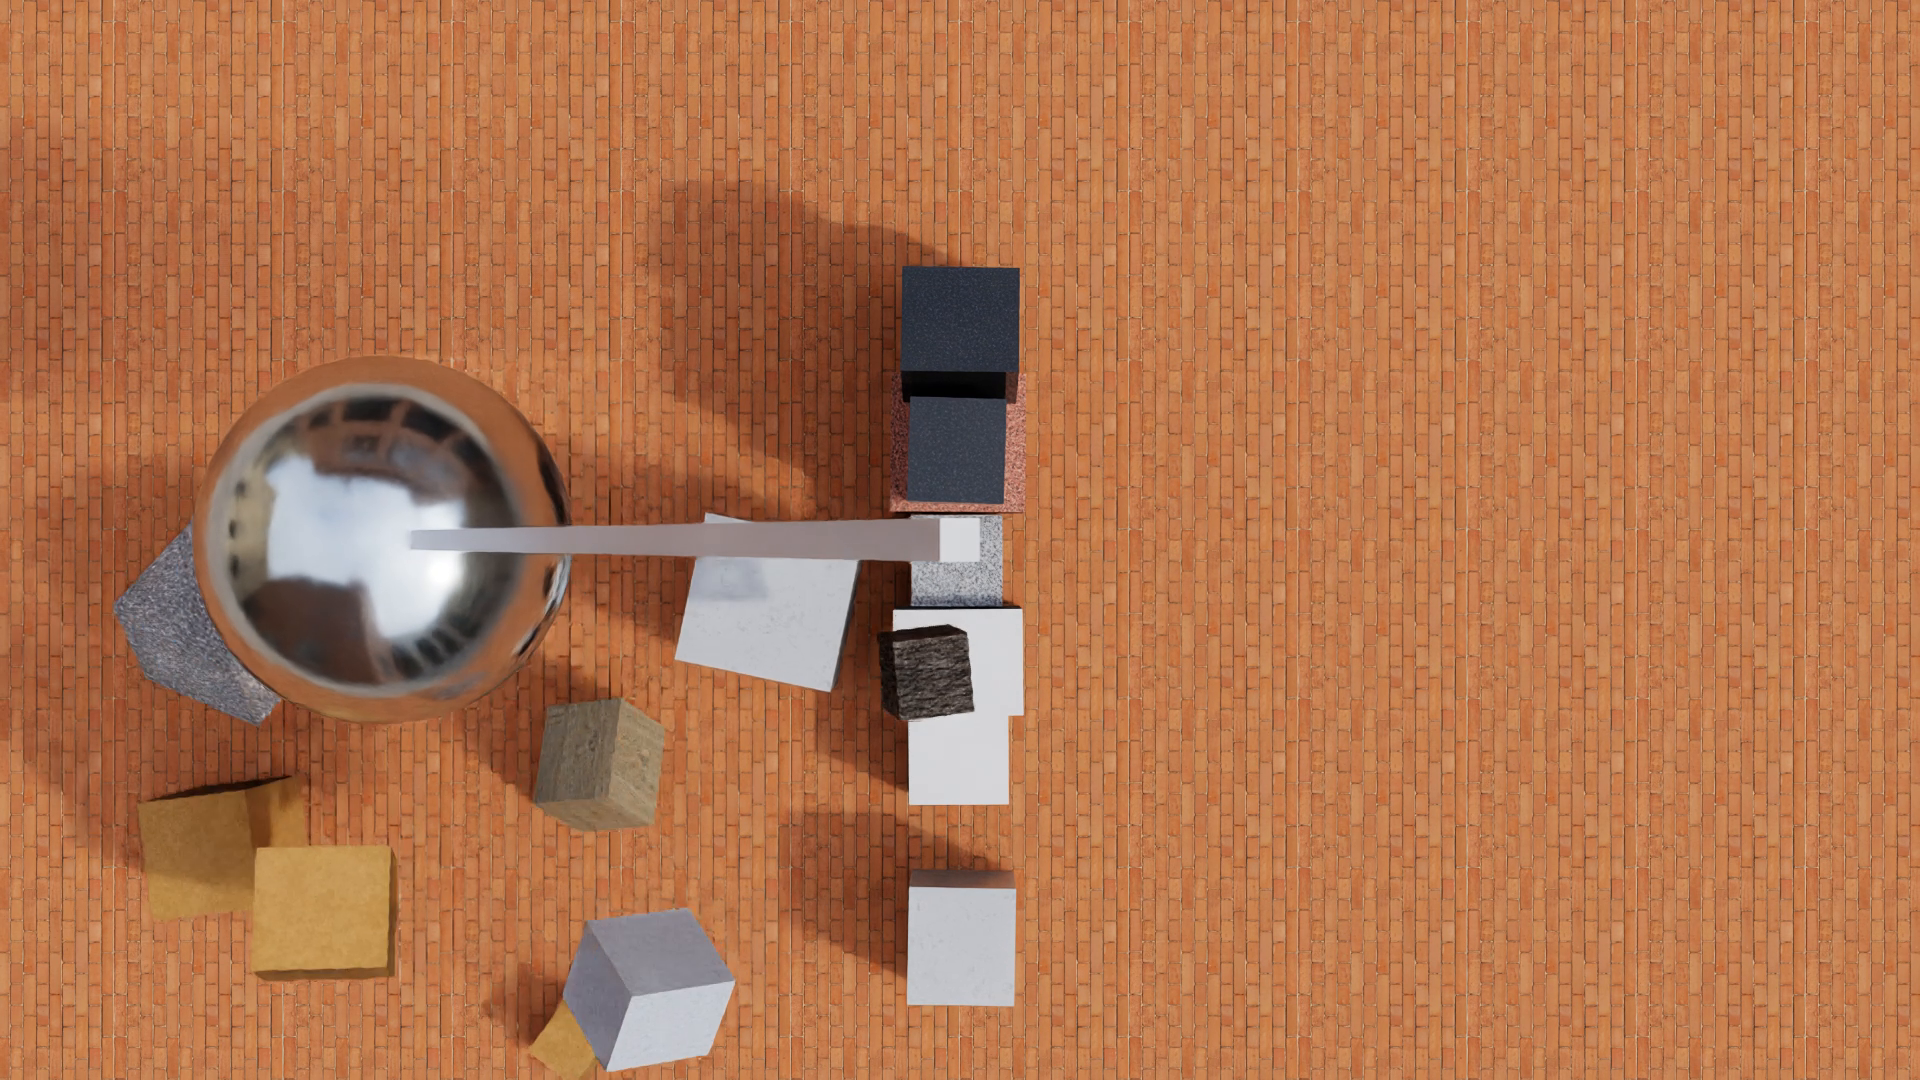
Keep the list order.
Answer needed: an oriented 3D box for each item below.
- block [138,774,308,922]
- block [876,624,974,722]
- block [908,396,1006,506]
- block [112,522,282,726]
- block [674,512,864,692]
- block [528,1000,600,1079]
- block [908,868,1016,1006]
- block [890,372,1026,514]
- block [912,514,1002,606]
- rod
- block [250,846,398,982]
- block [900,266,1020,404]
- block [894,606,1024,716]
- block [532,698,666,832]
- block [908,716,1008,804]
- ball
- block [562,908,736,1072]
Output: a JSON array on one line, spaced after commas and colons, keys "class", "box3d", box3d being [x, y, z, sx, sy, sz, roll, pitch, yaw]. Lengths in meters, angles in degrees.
[{"class": "block", "box3d": [-4.203, 1.757, 12.615, 0.645, 0.687, 0.668, -8, 90, 8]}, {"class": "block", "box3d": [-0.176, 0.663, 11.076, 0.378, 0.416, 0.395, -6, 95, -13]}, {"class": "block", "box3d": [-0.016, -0.476, 11.938, 0.513, 0.568, 0.555, 2, 90, 0]}, {"class": "block", "box3d": [-4.101, 0.425, 12.385, 0.781, 0.664, 0.807, 20, 53, 16]}, {"class": "block", "box3d": [-1.072, 0.348, 12.636, 0.887, 0.727, 0.839, 12, 90, 0]}, {"class": "block", "box3d": [-2.232, 2.901, 12.819, 0.336, 0.327, 0.379, 35, 90, 6]}, {"class": "block", "box3d": [0.009, 2.279, 12.661, 0.600, 0.678, 0.658, 1, 90, 0]}, {"class": "block", "box3d": [-0.009, -0.543, 12.611, 0.752, 0.778, 0.770, 0, 90, 0]}, {"class": "block", "box3d": [-0.017, 0.117, 12.726, 0.517, 0.548, 0.518, 0, 90, 0]}, {"class": "rod", "box3d": [-1.076, 0.000, 6.420, 0.080, 5.200, 0.080, 0, 90, -24]}, {"class": "block", "box3d": [-3.269, 1.931, 11.354, 0.659, 0.545, 0.616, 0, 73, -10]}, {"class": "block", "box3d": [0.002, -1.107, 11.949, 0.626, 0.608, 0.580, 1, 78, 0]}, {"class": "block", "box3d": [-0.009, 0.687, 12.654, 0.723, 0.693, 0.595, 0, 90, 0]}, {"class": "block", "box3d": [-2.053, 1.289, 12.564, 0.491, 0.496, 0.590, -8, 62, 23]}, {"class": "block", "box3d": [-0.008, 1.246, 12.742, 0.566, 0.515, 0.513, 0, 90, 0]}, {"class": "ball", "box3d": [-2.482, 0.000, 9.515, 1.600, 1.600, 1.600, 0, 90, 0]}, {"class": "block", "box3d": [-1.547, 2.221, 10.901, 0.575, 0.544, 0.494, -1, 124, -37]}]
